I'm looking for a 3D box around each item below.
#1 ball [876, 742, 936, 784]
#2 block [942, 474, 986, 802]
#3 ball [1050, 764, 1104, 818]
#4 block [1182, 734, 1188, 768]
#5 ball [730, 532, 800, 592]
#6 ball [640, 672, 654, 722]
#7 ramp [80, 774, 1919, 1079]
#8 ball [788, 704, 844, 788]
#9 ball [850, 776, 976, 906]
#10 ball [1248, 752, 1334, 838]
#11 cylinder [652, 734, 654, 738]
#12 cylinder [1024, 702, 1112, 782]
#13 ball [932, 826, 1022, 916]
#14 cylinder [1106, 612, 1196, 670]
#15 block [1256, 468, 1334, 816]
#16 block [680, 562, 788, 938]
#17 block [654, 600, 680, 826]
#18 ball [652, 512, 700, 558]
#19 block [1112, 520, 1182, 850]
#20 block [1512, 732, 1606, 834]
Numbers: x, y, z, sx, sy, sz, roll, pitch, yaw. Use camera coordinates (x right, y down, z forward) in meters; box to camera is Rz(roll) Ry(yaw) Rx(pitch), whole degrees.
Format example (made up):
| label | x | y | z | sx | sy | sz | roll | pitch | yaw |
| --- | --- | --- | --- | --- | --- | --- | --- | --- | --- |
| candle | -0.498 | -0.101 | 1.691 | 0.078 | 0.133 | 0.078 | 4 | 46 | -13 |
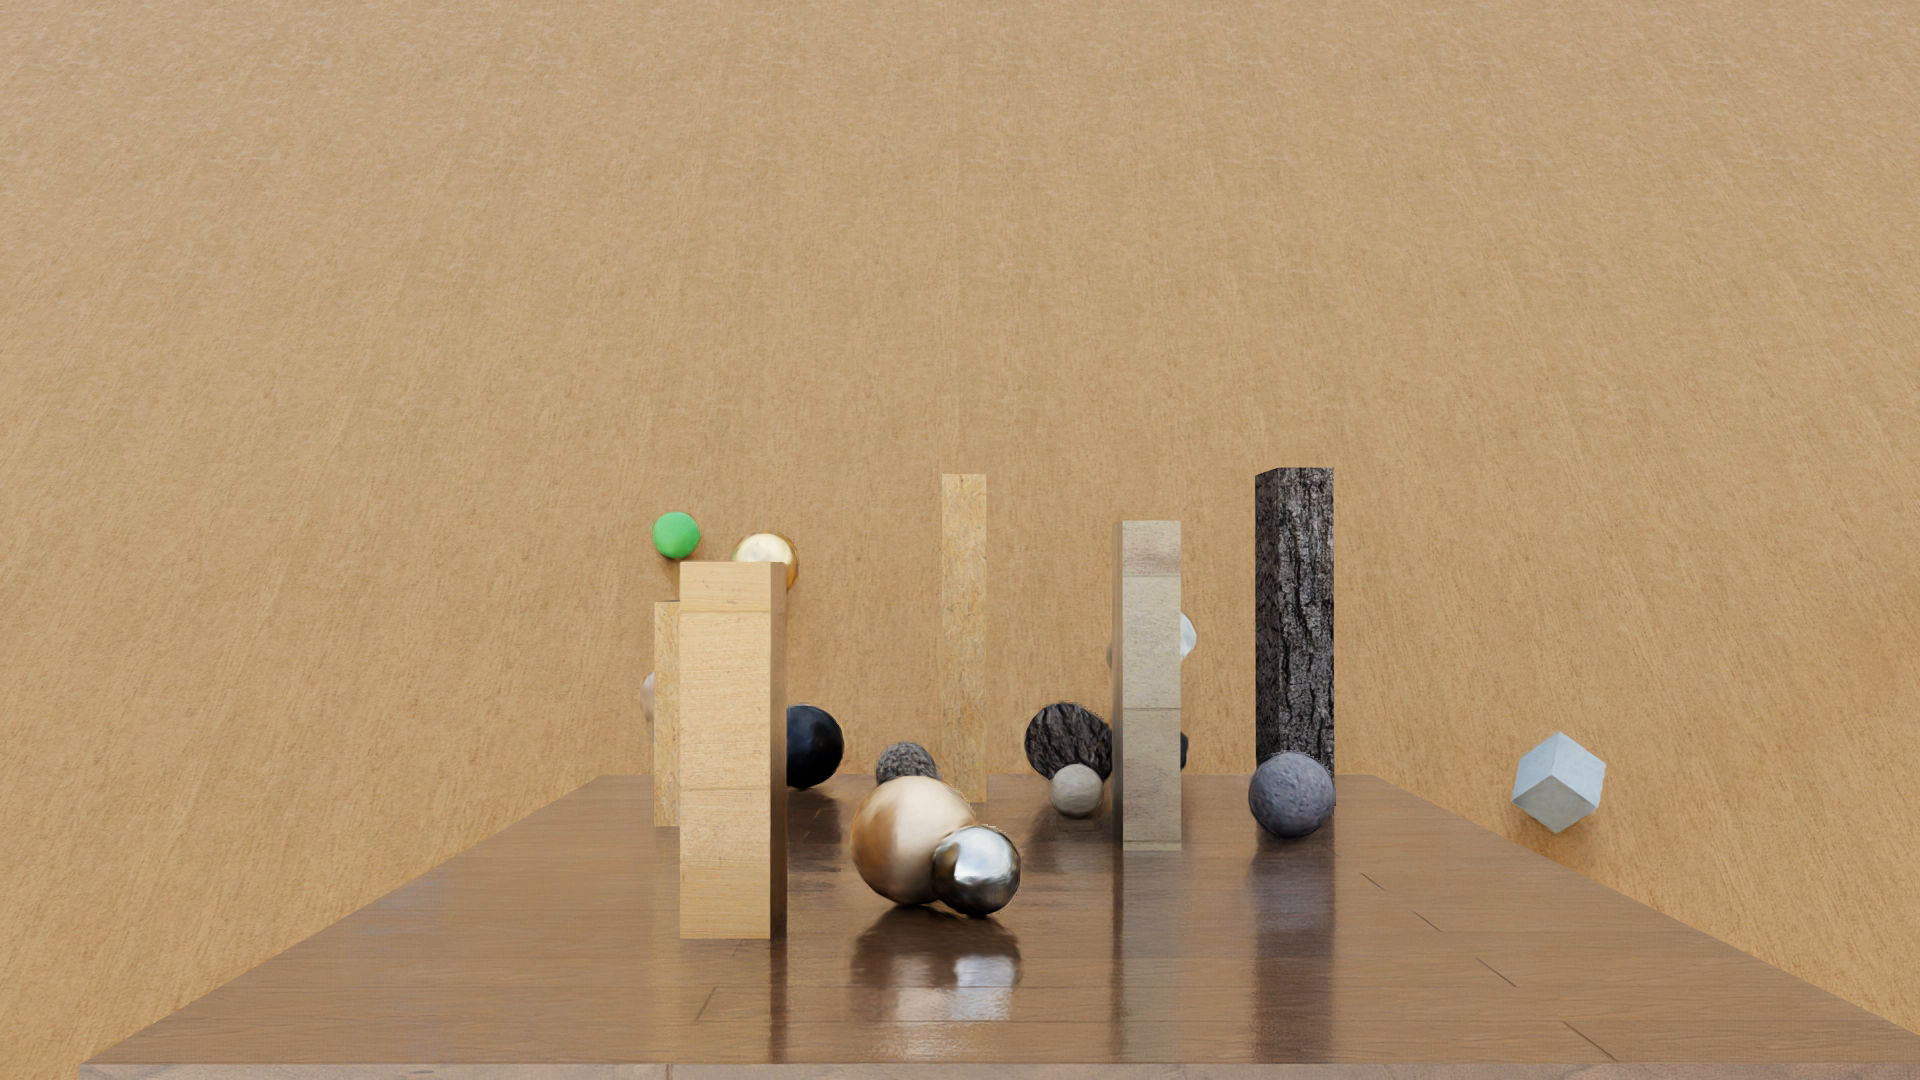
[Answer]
| label | x | y | z | sx | sy | sz | roll | pitch | yaw |
| --- | --- | --- | --- | --- | --- | --- | --- | --- | --- |
| ball | -0.122 | 0.529 | 5.898 | 0.136 | 0.136 | 0.136 | 0 | 32 | 0 |
| block | 0.010 | 0.226 | 6.112 | 0.100 | 0.748 | 0.422 | 0 | -1 | 0 |
| ball | 0.248 | 0.534 | 5.517 | 0.115 | 0.115 | 0.115 | 0 | 32 | 0 |
| block | 0.475 | 0.509 | 6.279 | 0.107 | 0.107 | 0.107 | 40 | 29 | -20 |
| ball | -0.568 | 0.077 | 7.539 | 0.202 | 0.202 | 0.202 | 0 | 32 | 0 |
| ball | -0.782 | 0.425 | 7.019 | 0.169 | 0.169 | 0.169 | 0 | 32 | 0 |
| ramp | 0.072 | 0.631 | 4.728 | 2.000 | 0.100 | 4.000 | 0 | -1 | 0 |
| ball | -0.383 | 0.502 | 6.312 | 0.203 | 0.203 | 0.203 | 0 | 32 | 0 |
| ball | -0.072 | 0.470 | 4.061 | 0.202 | 0.202 | 0.202 | 0 | 32 | 0 |
| ball | 0.650 | 0.501 | 5.086 | 0.168 | 0.168 | 0.168 | 0 | 32 | 0 |
| cylinder | -0.693 | 0.511 | 6.541 | 0.154 | 0.154 | 0.154 | 1 | 72 | -2 |
| cylinder | 0.266 | 0.493 | 6.176 | 0.185 | 0.185 | 0.185 | 12 | -8 | 18 |
| ball | 0.025 | 0.501 | 3.923 | 0.137 | 0.137 | 0.137 | 0 | 32 | 0 |
| cylinder | 0.523 | 0.290 | 7.093 | 0.179 | 0.179 | 0.179 | 20 | 43 | -20 |
| block | 0.746 | 0.221 | 5.806 | 0.119 | 0.749 | 0.442 | 0 | -1 | 0 |
| block | -0.334 | 0.301 | 3.864 | 0.128 | 0.535 | 0.364 | 0 | -1 | 0 |
| block | -0.581 | 0.361 | 5.554 | 0.098 | 0.462 | 0.432 | 0 | -1 | 0 |
| ball | -0.848 | -0.015 | 7.742 | 0.140 | 0.140 | 0.140 | 0 | 32 | 0 |
| block | 0.360 | 0.275 | 5.038 | 0.109 | 0.619 | 0.345 | 0 | -1 | 0 |
| block | 1.530 | 0.621 | 6.628 | 0.154 | 0.154 | 0.154 | 35 | 45 | -11 |
